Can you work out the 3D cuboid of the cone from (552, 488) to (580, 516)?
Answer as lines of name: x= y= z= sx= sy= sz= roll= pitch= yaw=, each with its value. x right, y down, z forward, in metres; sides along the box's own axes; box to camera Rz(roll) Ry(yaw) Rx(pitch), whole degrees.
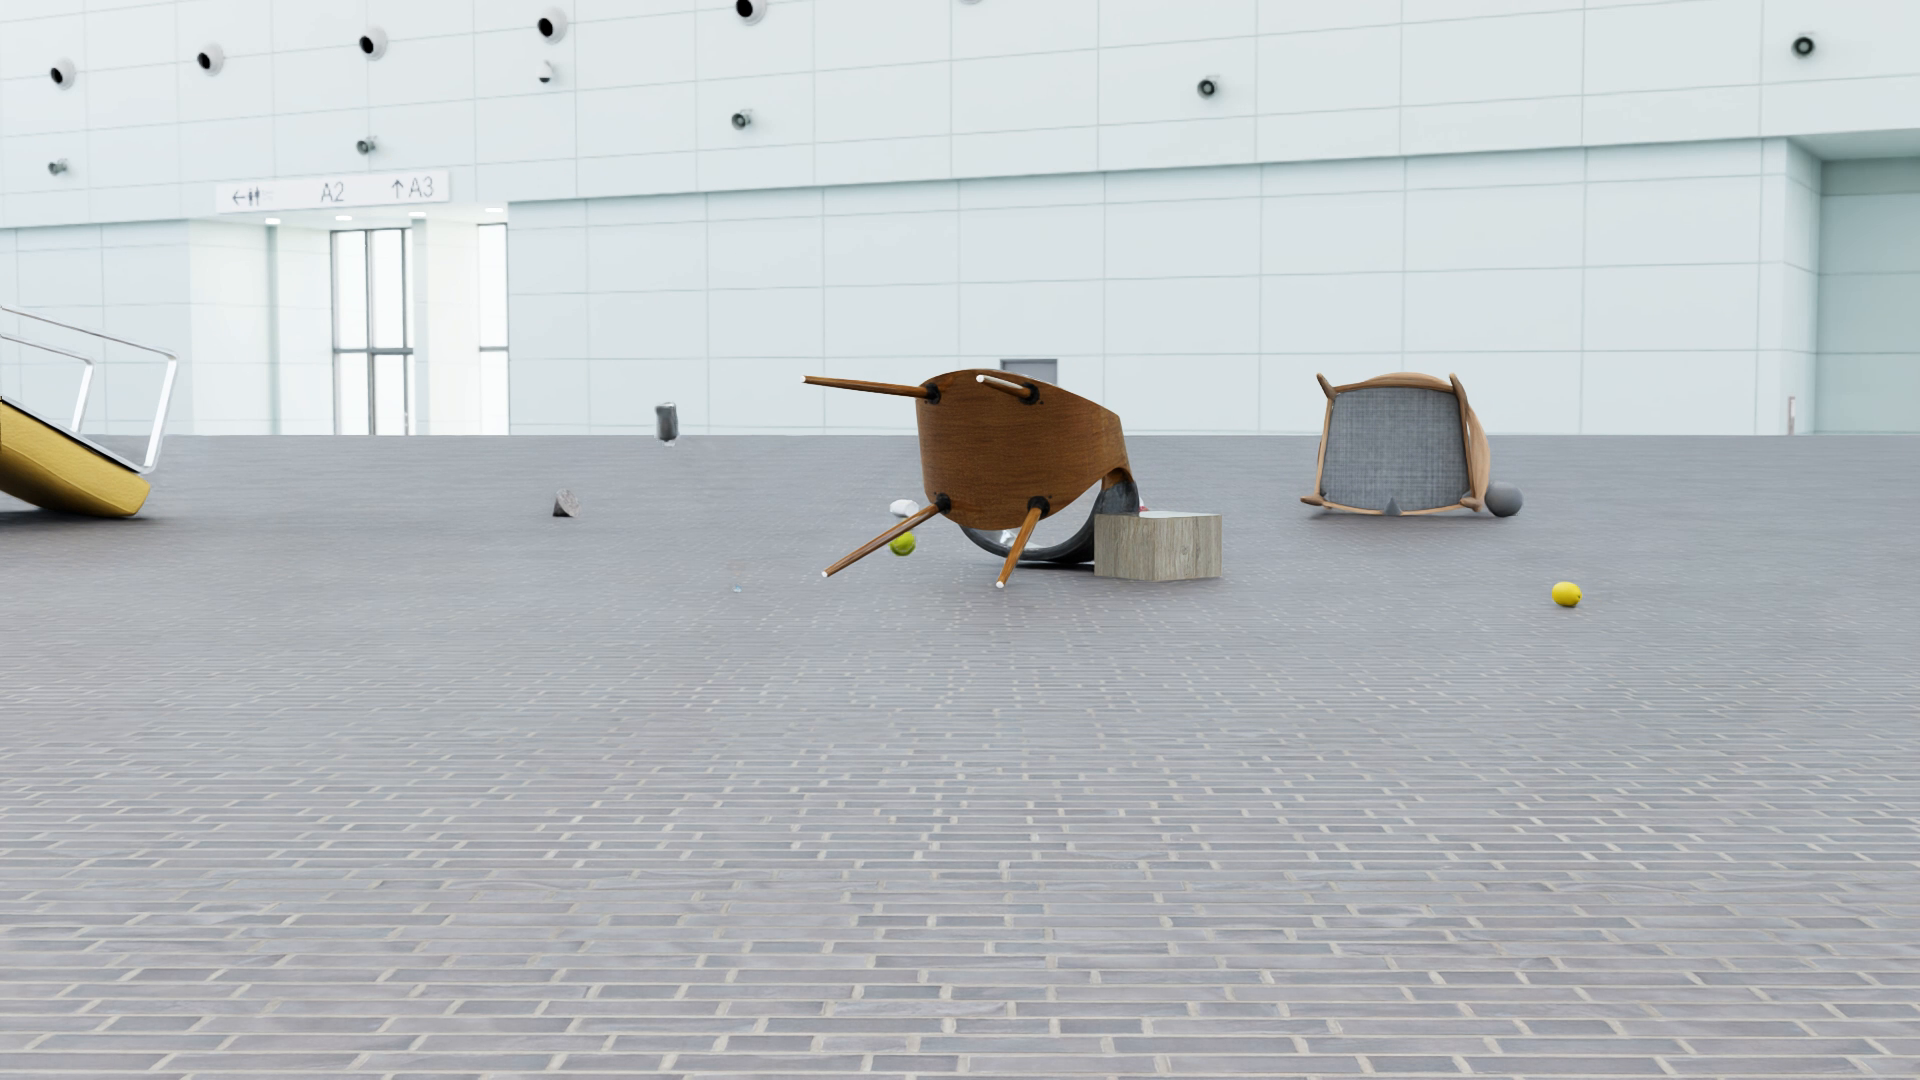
cone: x=-1.412 y=-0.109 z=7.778 sx=0.087 sy=0.112 sz=0.121 roll=-35 pitch=25 yaw=23

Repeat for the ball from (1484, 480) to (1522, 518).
ball: x=1.903 y=-0.145 z=7.695 sx=0.131 sy=0.131 sz=0.131 roll=0 pitch=4 yaw=0

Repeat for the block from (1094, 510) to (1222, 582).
block: x=0.476 y=0.012 z=5.291 sx=0.219 sy=0.148 sz=0.213 roll=-3 pitch=5 yaw=-38

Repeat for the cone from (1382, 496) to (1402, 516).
cone: x=1.528 y=-0.128 z=7.774 sx=0.070 sy=0.071 sz=0.054 roll=6 pitch=30 yaw=25
